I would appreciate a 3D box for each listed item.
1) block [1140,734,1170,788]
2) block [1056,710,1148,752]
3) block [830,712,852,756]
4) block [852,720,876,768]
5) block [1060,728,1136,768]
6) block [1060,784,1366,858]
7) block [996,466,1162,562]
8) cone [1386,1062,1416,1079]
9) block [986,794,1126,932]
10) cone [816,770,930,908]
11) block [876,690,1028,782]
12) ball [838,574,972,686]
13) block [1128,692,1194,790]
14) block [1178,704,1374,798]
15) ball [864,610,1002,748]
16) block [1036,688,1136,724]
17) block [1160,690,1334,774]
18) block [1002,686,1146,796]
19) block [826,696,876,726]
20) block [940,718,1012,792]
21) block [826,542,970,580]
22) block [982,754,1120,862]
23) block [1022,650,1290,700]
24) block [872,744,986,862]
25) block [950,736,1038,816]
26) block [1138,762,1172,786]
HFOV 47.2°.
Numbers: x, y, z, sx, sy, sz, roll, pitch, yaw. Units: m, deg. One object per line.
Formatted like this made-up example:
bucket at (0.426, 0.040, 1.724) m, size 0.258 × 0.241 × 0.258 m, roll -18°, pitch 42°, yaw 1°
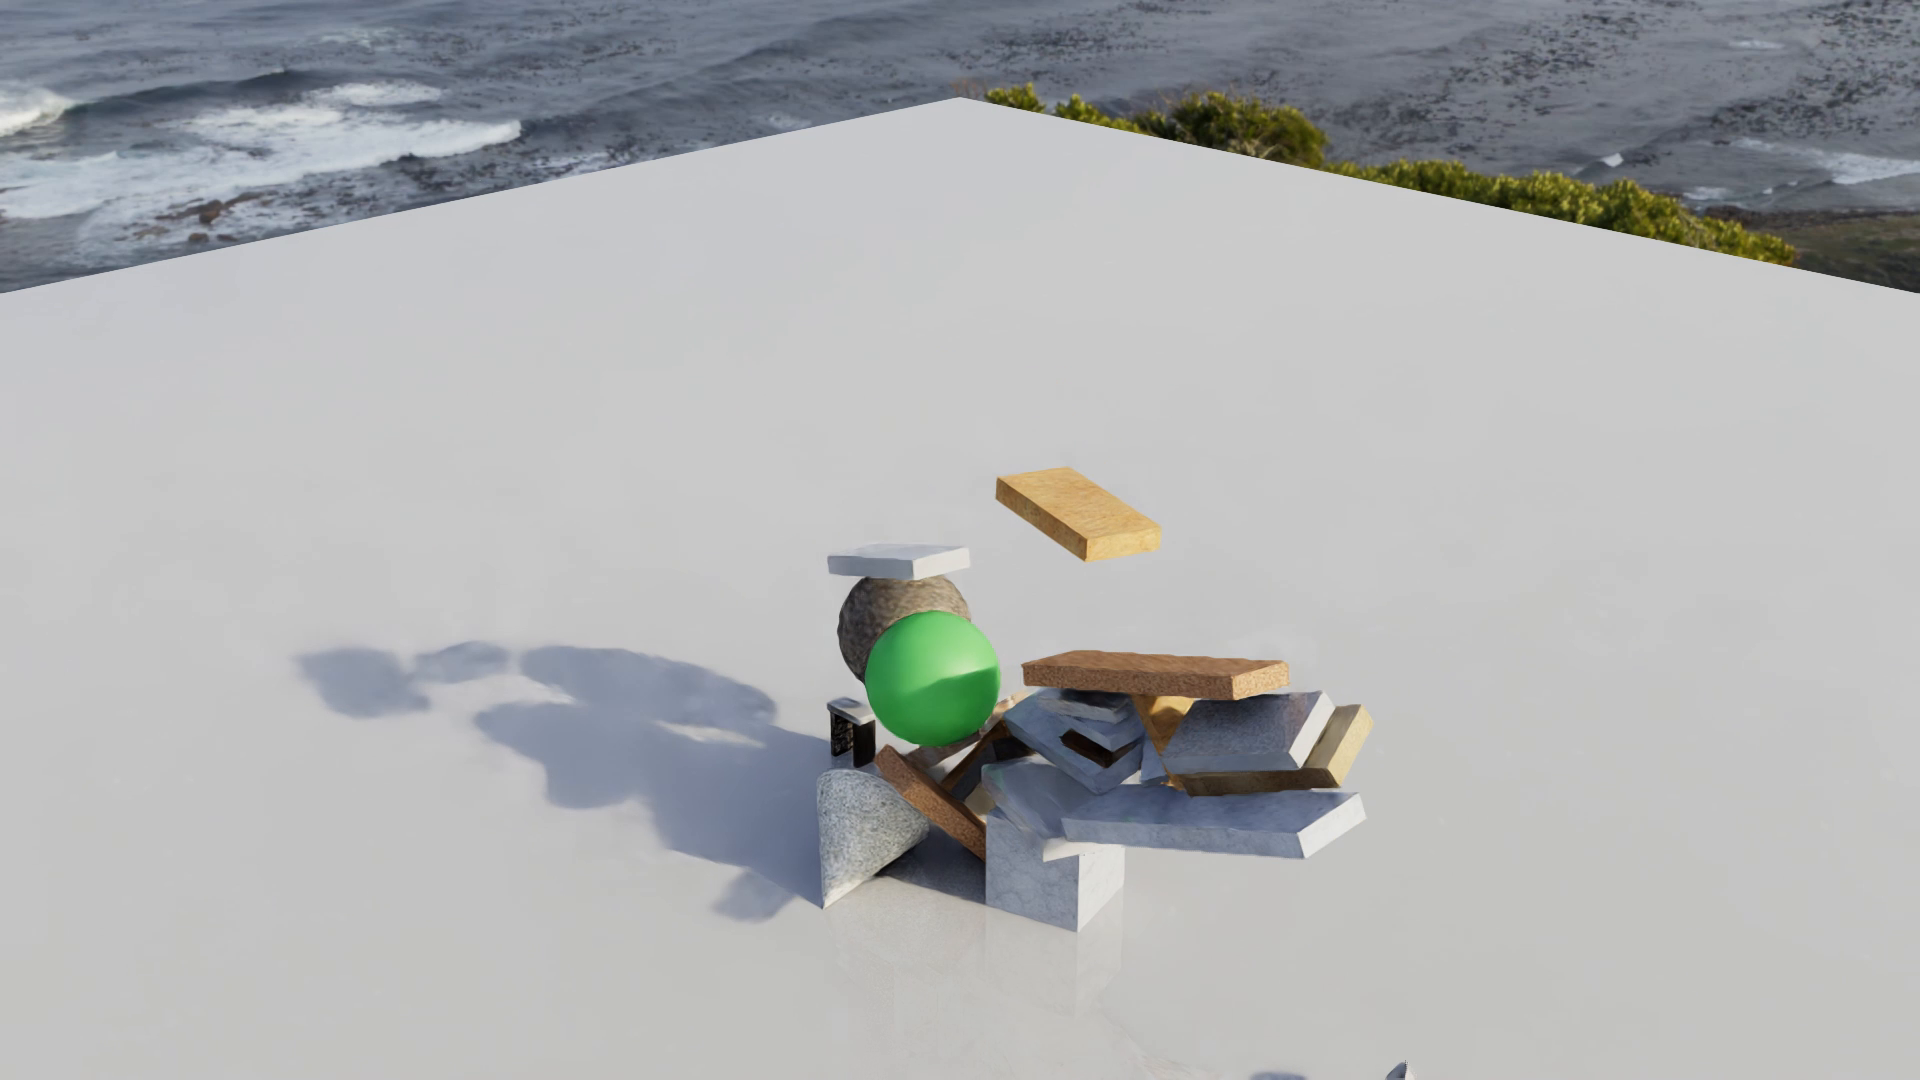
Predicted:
block at (0.358, 0.368, 3.890) m, size 0.068 × 0.019 × 0.137 m, roll -20°, pitch 43°, yaw 34°
block at (0.263, 0.320, 3.972) m, size 0.101 × 0.029 × 0.202 m, roll -26°, pitch 22°, yaw -19°
block at (-0.251, 0.404, 4.675) m, size 0.015 × 0.104 × 0.052 m, roll 21°, pitch 31°, yaw 41°
block at (-0.202, 0.423, 4.630) m, size 0.015 × 0.104 × 0.052 m, roll 21°, pitch 31°, yaw 41°
block at (0.248, 0.365, 3.972) m, size 0.068 × 0.019 × 0.137 m, roll -35°, pitch 29°, yaw -20°
block at (0.415, 0.469, 3.704) m, size 0.154 × 0.044 × 0.570 m, roll -25°, pitch 12°, yaw -36°
block at (0.208, -0.048, 3.918) m, size 0.154 × 0.044 × 0.308 m, roll -9°, pitch 26°, yaw -28°
cone at (0.735, 0.923, 3.514) m, size 0.126 × 0.126 × 0.126 m, roll 30°, pitch 27°, yaw 2°
block at (0.181, 0.583, 4.138) m, size 0.194 × 0.194 × 0.194 m, roll 13°, pitch 26°, yaw 27°
cone at (-0.213, 0.606, 4.195) m, size 0.239 × 0.239 × 0.239 m, roll 10°, pitch 52°, yaw 22°
block at (-0.010, 0.409, 4.478) m, size 0.167 × 0.047 × 0.333 m, roll -24°, pitch -7°, yaw -44°
ball at (-0.115, 0.188, 4.570) m, size 0.279 × 0.279 × 0.279 m, roll 0°, pitch 23°, yaw 0°
block at (0.384, 0.337, 3.858) m, size 0.101 × 0.029 × 0.202 m, roll -9°, pitch 58°, yaw -26°
block at (0.530, 0.356, 3.699) m, size 0.308 × 0.044 × 0.154 m, roll -11°, pitch 31°, yaw 44°
ball at (-0.052, 0.267, 4.230) m, size 0.262 × 0.262 × 0.262 m, roll 0°, pitch 23°, yaw 0°
block at (0.244, 0.284, 3.996) m, size 0.101 × 0.029 × 0.202 m, roll -31°, pitch 23°, yaw -34°
block at (0.481, 0.325, 3.703) m, size 0.282 × 0.040 × 0.141 m, roll -9°, pitch 36°, yaw 47°
block at (0.232, 0.352, 4.080) m, size 0.167 × 0.047 × 0.333 m, roll -33°, pitch 28°, yaw -16°
block at (-0.226, 0.359, 4.629) m, size 0.104 × 0.015 × 0.052 m, roll 21°, pitch 31°, yaw 41°
block at (0.093, 0.426, 4.395) m, size 0.166 × 0.333 × 0.047 m, roll -15°, pitch 69°, yaw -32°
block at (-0.124, 0.041, 4.376) m, size 0.141 × 0.040 × 0.282 m, roll -13°, pitch 10°, yaw -38°
block at (0.166, 0.487, 4.053) m, size 0.153 × 0.043 × 0.305 m, roll -9°, pitch 23°, yaw -19°
block at (0.334, 0.234, 3.846) m, size 0.141 × 0.040 × 0.512 m, roll -11°, pitch 7°, yaw -40°
block at (-0.028, 0.518, 4.217) m, size 0.043 × 0.305 × 0.153 m, roll -48°, pitch 32°, yaw 0°
block at (0.086, 0.464, 4.324) m, size 0.153 × 0.305 × 0.043 m, roll -7°, pitch 64°, yaw -24°
block at (0.410, 0.403, 3.936) m, size 0.169 × 0.068 × 0.019 m, roll -21°, pitch 12°, yaw 4°
